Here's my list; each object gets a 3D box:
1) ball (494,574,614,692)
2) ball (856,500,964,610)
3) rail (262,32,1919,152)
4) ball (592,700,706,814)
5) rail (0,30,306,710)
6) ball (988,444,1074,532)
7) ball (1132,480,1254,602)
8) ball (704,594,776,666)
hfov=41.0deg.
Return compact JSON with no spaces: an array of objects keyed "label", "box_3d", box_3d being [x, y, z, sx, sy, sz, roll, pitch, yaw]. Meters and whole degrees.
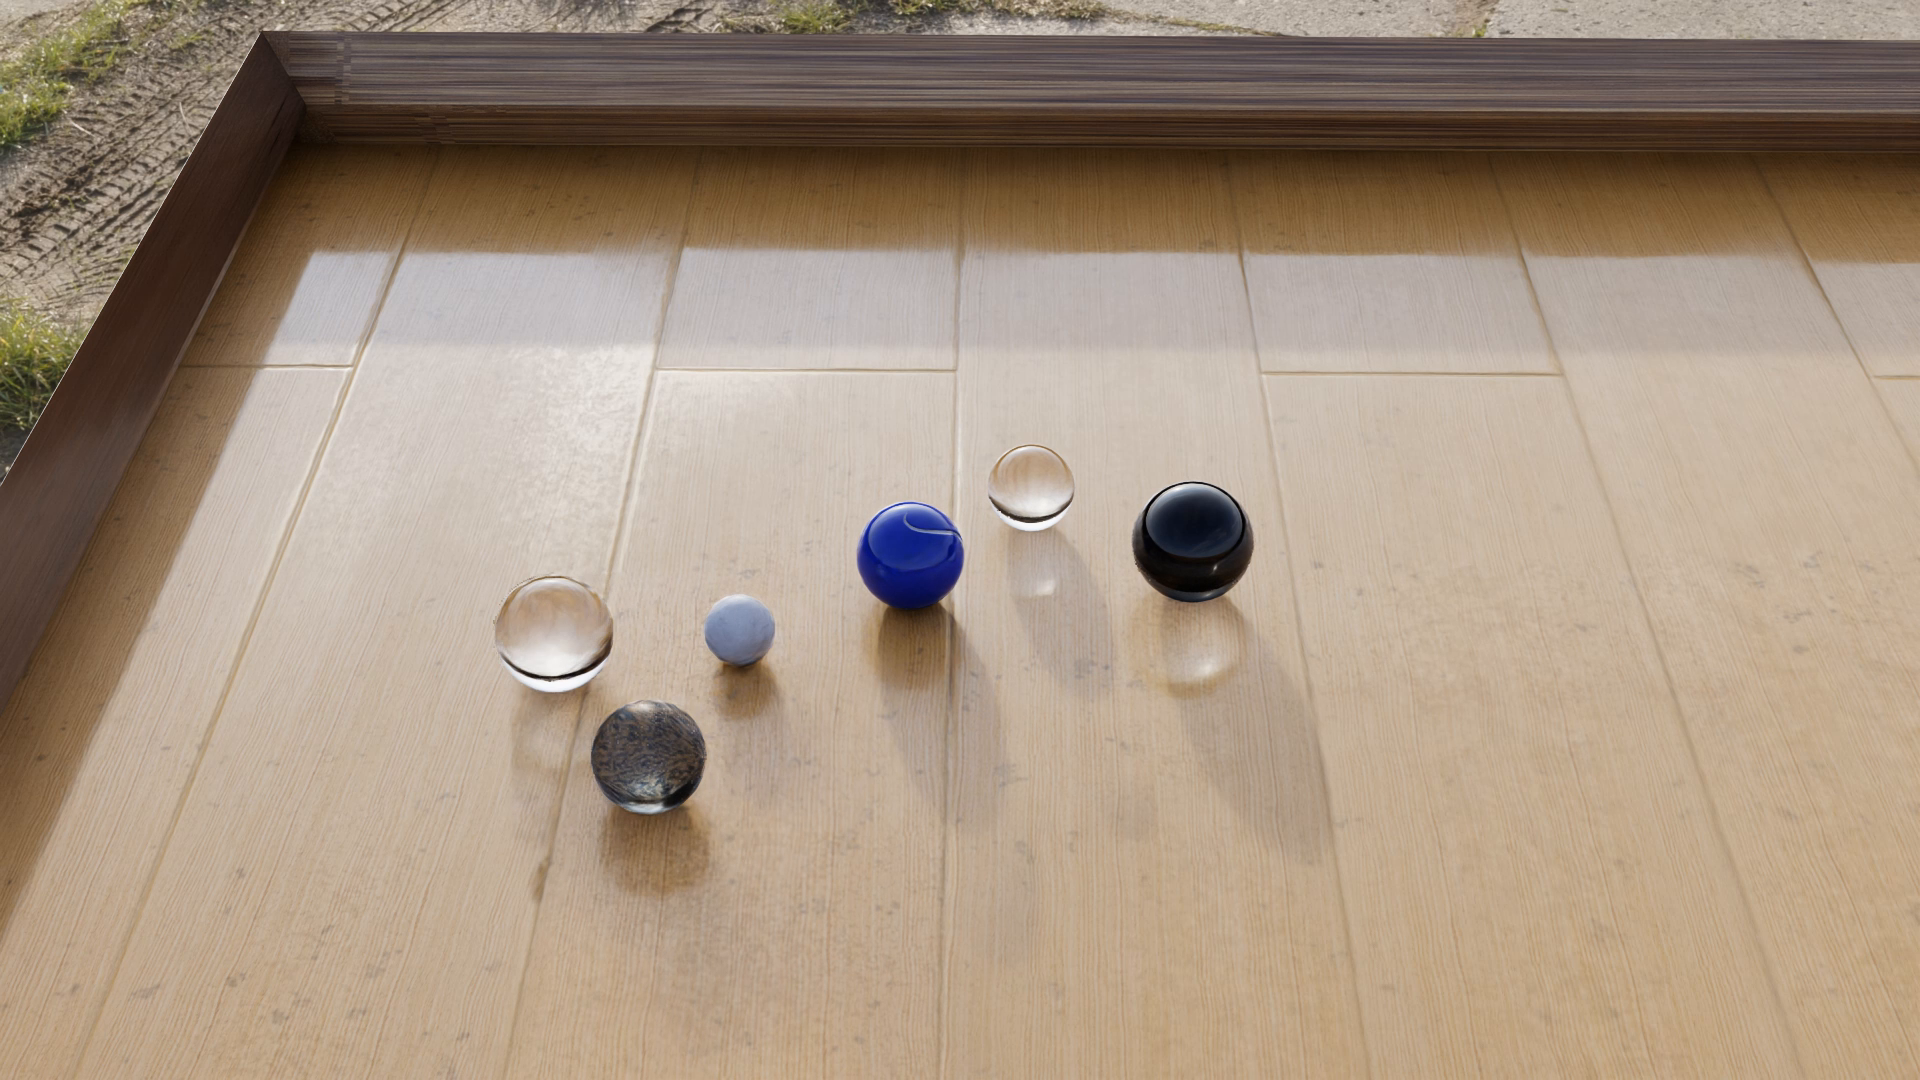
[{"label":"ball","box_3d":[-0.278,0.064,1.759,0.081,0.081,0.081,0,35,0]},{"label":"ball","box_3d":[-0.036,0.011,1.837,0.078,0.078,0.078,0,35,0]},{"label":"rail","box_3d":[0.674,-0.406,2.398,2.658,0.114,0.045,0,35,1]},{"label":"ball","box_3d":[-0.201,0.140,1.656,0.074,0.074,0.074,0,35,0]},{"label":"rail","box_3d":[-0.641,-0.023,1.853,0.045,0.114,1.415,0,35,1]},{"label":"ball","box_3d":[0.053,-0.039,1.919,0.066,0.066,0.066,0,35,0]},{"label":"ball","box_3d":[0.167,0.001,1.843,0.088,0.088,0.088,0,35,0]},{"label":"ball","box_3d":[-0.154,0.063,1.788,0.050,0.050,0.050,0,35,0]}]
